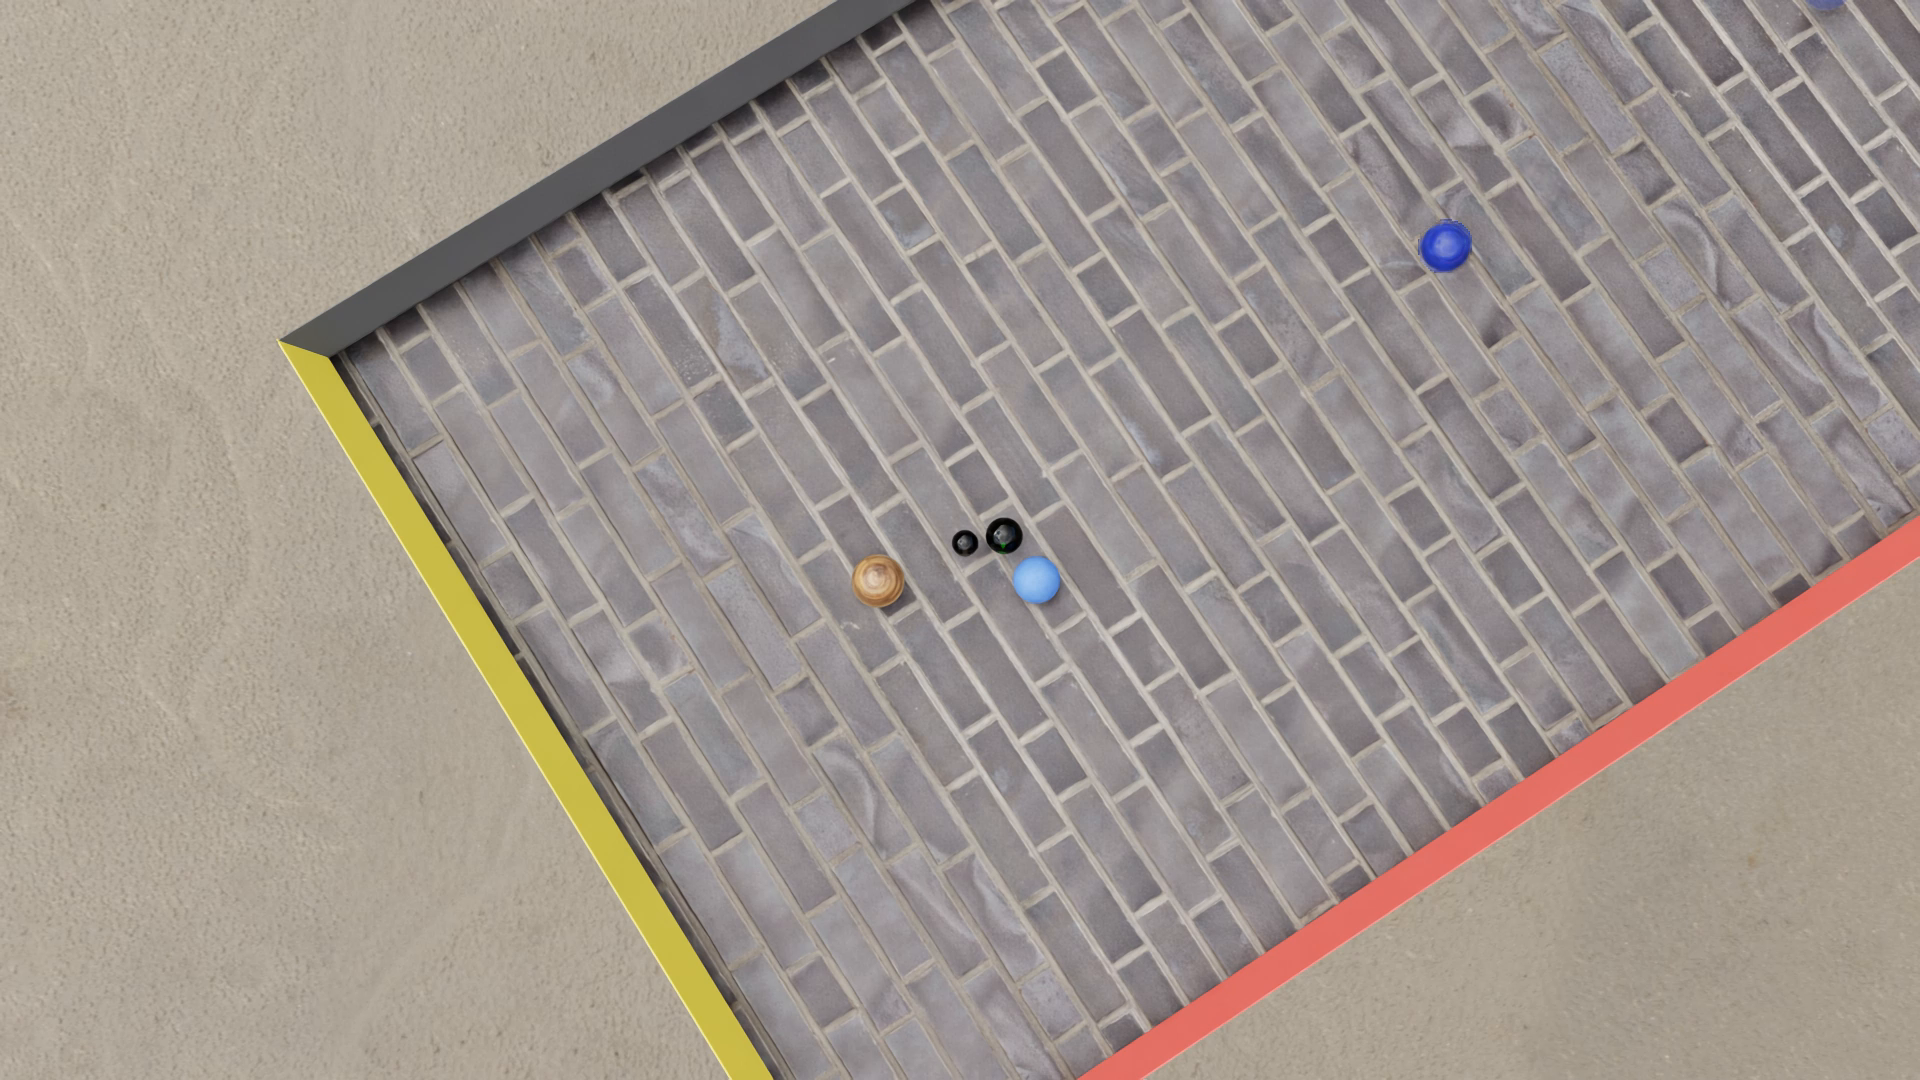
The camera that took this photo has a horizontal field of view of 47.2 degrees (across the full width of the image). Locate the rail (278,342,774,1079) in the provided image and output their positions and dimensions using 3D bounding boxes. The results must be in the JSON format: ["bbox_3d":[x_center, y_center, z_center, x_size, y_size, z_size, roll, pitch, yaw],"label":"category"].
[{"bbox_3d":[-0.563,0.356,3.202,0.045,0.103,1.587,-33,82,-5],"label":"rail"}]

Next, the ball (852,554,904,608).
[{"bbox_3d":[-0.122,0.061,3.266,0.079,0.079,0.079,0,80,0],"label":"ball"}]

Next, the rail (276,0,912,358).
[{"bbox_3d":[0.164,-1.013,3.436,2.778,0.103,0.045,-33,82,-5],"label":"rail"}]

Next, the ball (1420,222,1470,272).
[{"bbox_3d":[0.741,-0.447,3.354,0.075,0.075,0.075,0,80,0],"label":"ball"}]

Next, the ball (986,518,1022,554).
[{"bbox_3d":[0.066,-0.006,3.289,0.056,0.056,0.056,0,80,0],"label":"ball"}]

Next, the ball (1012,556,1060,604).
[{"bbox_3d":[0.114,0.059,3.270,0.071,0.071,0.071,0,80,0],"label":"ball"}]

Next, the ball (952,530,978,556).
[{"bbox_3d":[0.008,0.005,3.295,0.040,0.040,0.040,0,80,0],"label":"ball"}]

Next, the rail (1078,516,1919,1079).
[{"bbox_3d":[1.001,0.261,3.218,2.778,0.103,0.045,-33,82,-5],"label":"rail"}]
